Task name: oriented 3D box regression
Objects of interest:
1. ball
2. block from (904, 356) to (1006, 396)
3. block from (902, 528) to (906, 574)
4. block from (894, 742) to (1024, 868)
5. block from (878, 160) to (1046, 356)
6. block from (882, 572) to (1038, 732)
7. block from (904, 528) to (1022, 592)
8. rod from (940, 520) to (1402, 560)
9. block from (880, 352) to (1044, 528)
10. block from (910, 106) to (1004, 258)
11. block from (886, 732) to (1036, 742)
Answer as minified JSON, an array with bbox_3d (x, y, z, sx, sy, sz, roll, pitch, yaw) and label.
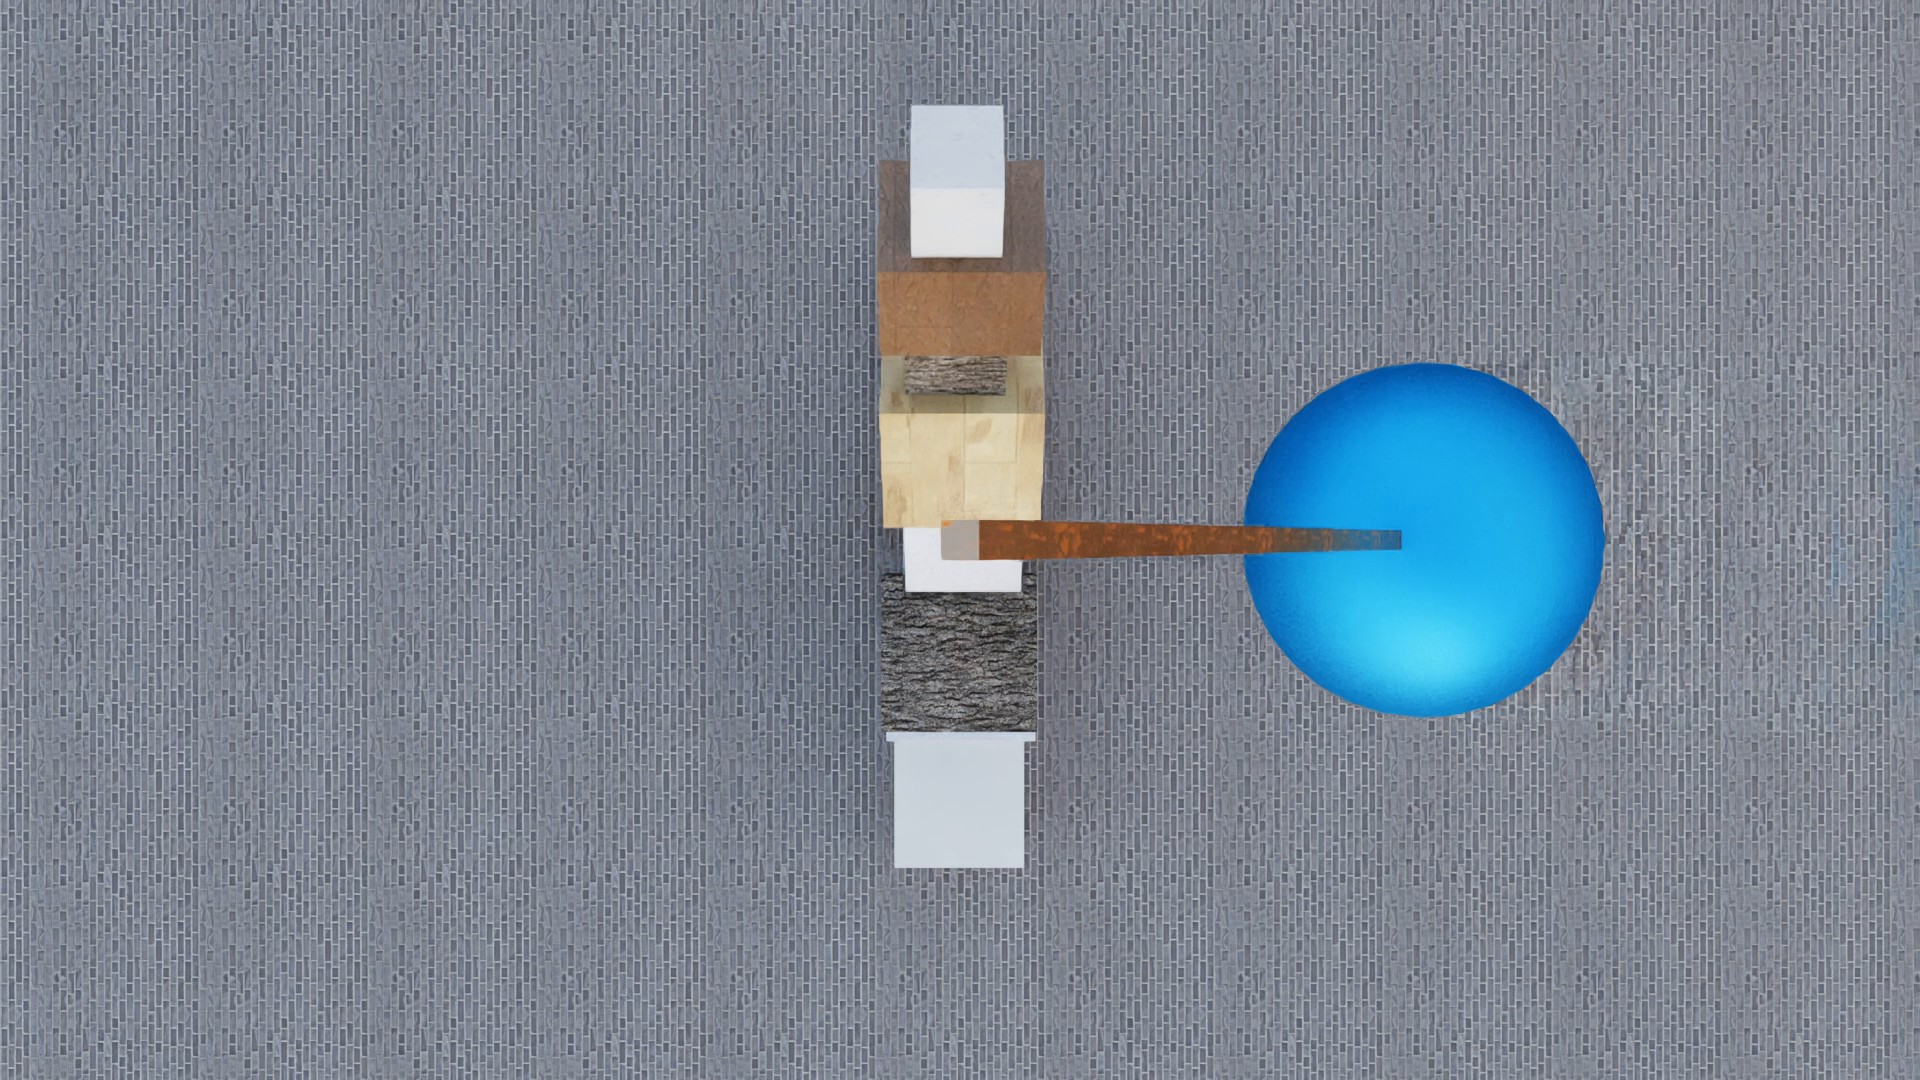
[{"bbox_3d":[2.074,0.000,9.910,1.600,1.600,1.600,0,90,0],"label":"ball"},{"bbox_3d":[-0.019,-0.980,10.147,0.461,0.414,0.467,0,58,0],"label":"block"},{"bbox_3d":[0.011,-0.145,11.981,0.631,0.638,0.636,0,91,0],"label":"block"},{"bbox_3d":[-0.004,1.471,12.615,0.722,0.769,0.705,0,90,0],"label":"block"},{"bbox_3d":[0.004,-1.241,9.717,0.716,0.590,0.621,0,58,0],"label":"block"},{"bbox_3d":[-0.004,0.584,11.716,0.803,0.813,0.806,0,90,0],"label":"block"},{"bbox_3d":[0.019,-0.148,11.205,0.588,0.590,0.582,0,49,0],"label":"block"},{"bbox_3d":[0.899,0.000,6.719,0.080,5.200,0.080,0,90,20],"label":"rod"},{"bbox_3d":[0.011,-0.605,10.673,0.762,0.805,0.750,0,50,0],"label":"block"},{"bbox_3d":[-0.013,-1.507,9.272,0.385,0.443,0.454,0,58,-1],"label":"block"},{"bbox_3d":[0.005,0.704,12.561,0.822,0.878,0.811,0,90,0],"label":"block"}]
